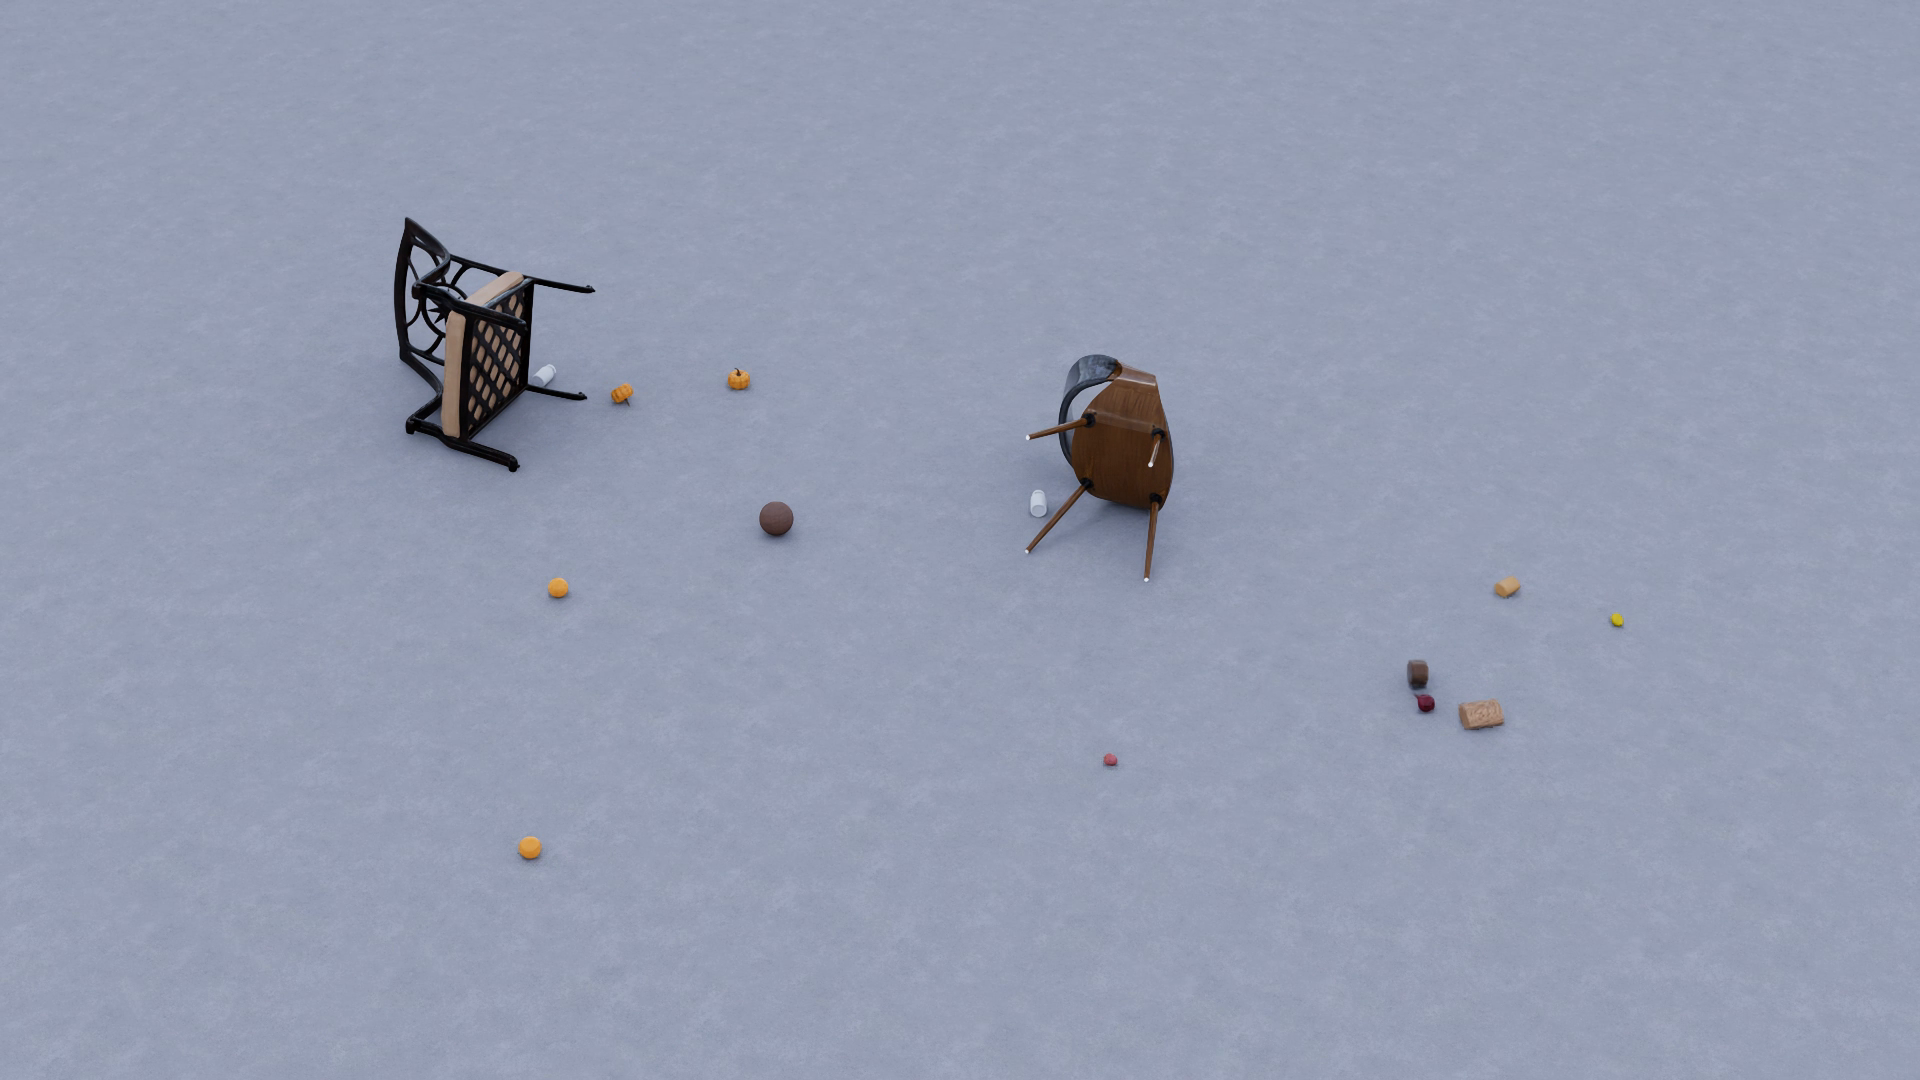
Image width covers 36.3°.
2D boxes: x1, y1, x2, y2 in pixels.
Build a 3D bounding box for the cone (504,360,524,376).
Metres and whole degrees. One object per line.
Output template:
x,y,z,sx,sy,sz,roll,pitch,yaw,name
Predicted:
-1.806,-0.700,11.983,0.108,0.059,0.069,29,20,38,cone
